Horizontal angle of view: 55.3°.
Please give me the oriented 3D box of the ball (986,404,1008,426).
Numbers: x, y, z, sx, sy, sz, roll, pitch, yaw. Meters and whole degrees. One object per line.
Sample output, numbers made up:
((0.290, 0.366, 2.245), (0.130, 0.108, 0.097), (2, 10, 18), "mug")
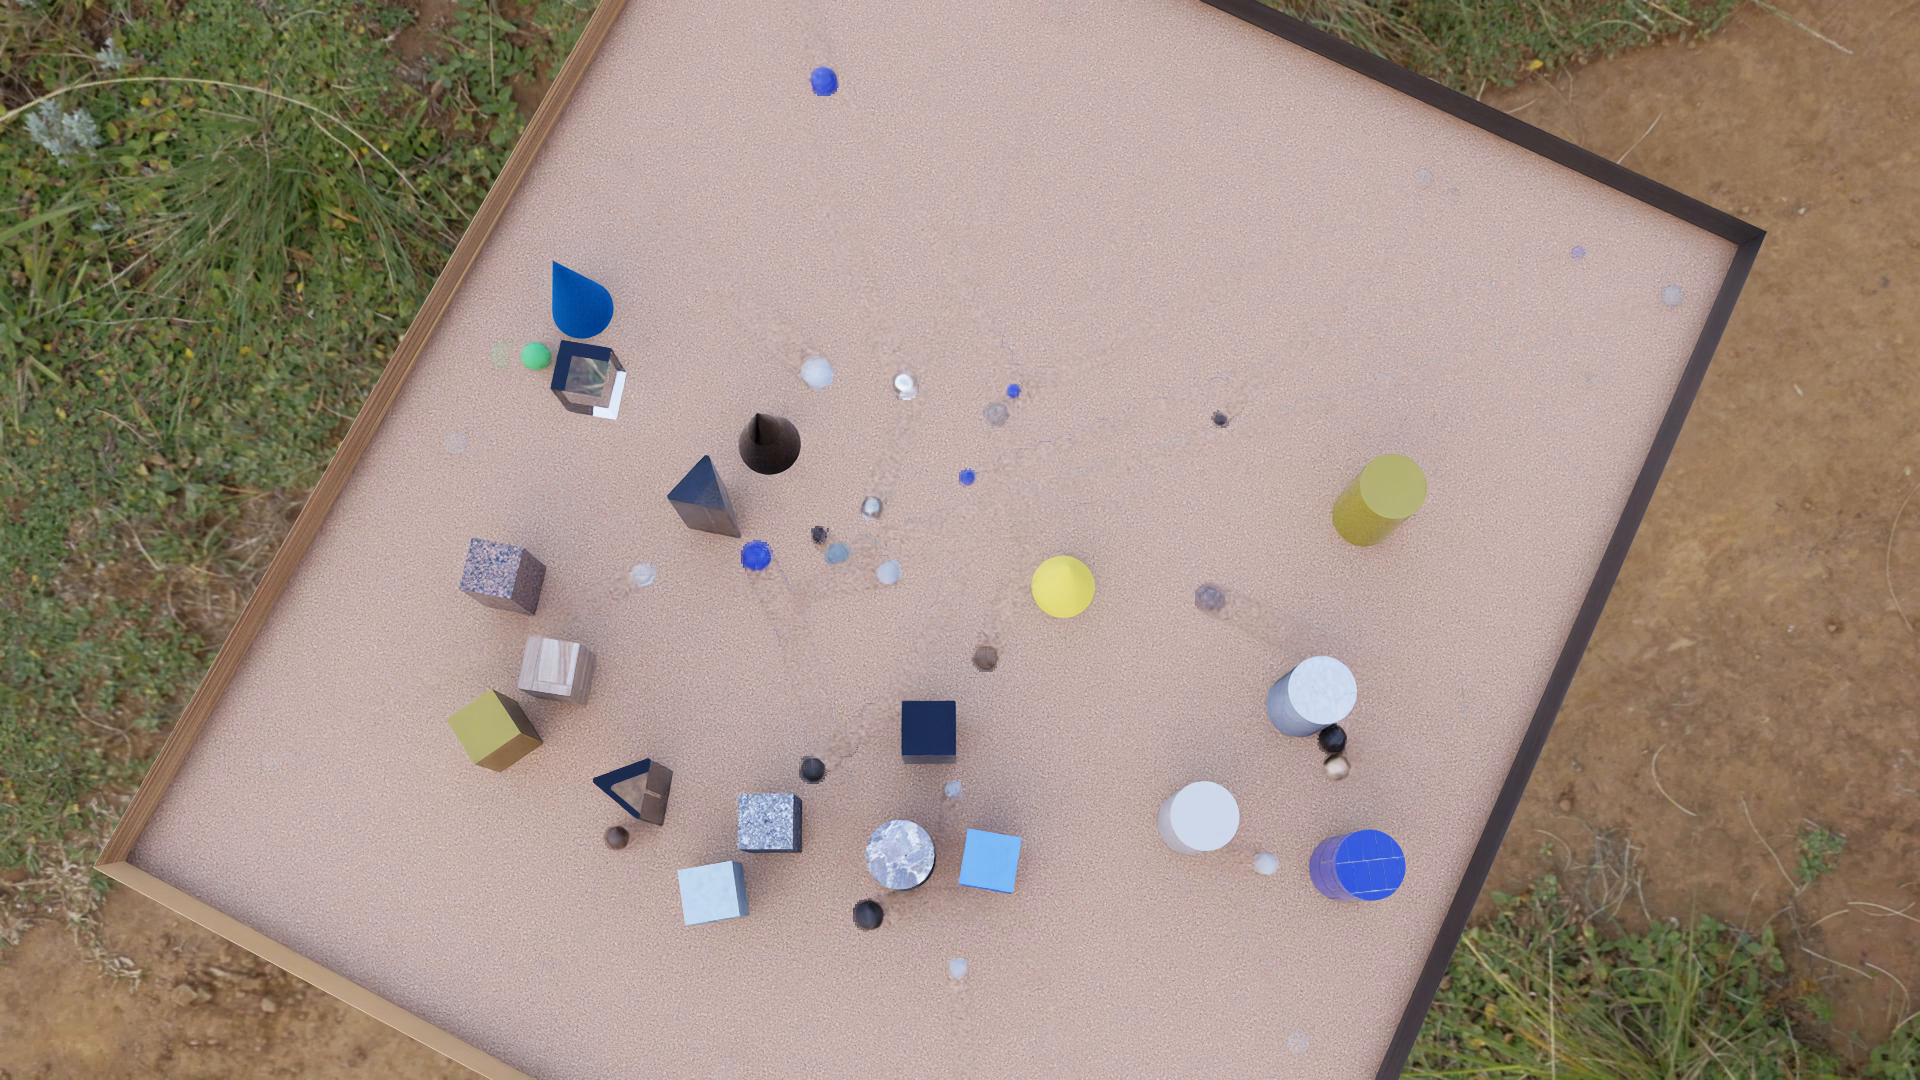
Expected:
((0.115, -0.386, 5.661), (0.070, 0.070, 0.070), (0, 78, 0), "ball")

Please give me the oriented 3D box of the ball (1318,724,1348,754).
((1.110, 0.592, 5.451), (0.084, 0.084, 0.084), (0, 78, 0), "ball")

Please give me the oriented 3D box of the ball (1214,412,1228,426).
((0.806, -0.372, 5.672), (0.042, 0.042, 0.042), (0, 78, 0), "ball")

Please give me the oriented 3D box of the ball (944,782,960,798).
((-0.021, 0.744, 5.438), (0.047, 0.047, 0.047), (0, 78, 0), "ball")

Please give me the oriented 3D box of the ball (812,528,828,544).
((-0.427, -0.012, 5.595), (0.048, 0.048, 0.048), (0, 78, 0), "ball")

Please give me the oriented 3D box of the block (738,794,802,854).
((-0.546, 0.821, 5.295), (0.154, 0.297, 0.154), (0, 78, 0), "block")

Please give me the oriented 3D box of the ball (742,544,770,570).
((-0.616, 0.051, 5.563), (0.084, 0.084, 0.084), (0, 78, 0), "ball")

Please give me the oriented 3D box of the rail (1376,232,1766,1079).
((1.595, 0.787, 5.389), (0.045, 0.125, 3.979), (26, 80, 5), "rail")

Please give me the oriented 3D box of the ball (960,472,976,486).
((0.024, -0.189, 5.633), (0.045, 0.045, 0.045), (0, 78, 0), "ball")

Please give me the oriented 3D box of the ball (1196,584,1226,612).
((0.758, 0.177, 5.536), (0.086, 0.086, 0.086), (0, 78, 0), "ball")

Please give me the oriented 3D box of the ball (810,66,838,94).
((-0.437, -1.474, 5.877), (0.088, 0.088, 0.088), (0, 78, 0), "ball")

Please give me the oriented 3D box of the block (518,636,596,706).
((-1.188, 0.388, 5.412), (0.154, 0.242, 0.154), (8, 78, 2), "block")

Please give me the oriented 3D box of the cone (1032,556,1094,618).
((0.315, 0.109, 5.428), (0.193, 0.326, 0.193), (0, 78, 0), "cone")

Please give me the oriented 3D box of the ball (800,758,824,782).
((-0.437, 0.681, 5.438), (0.073, 0.073, 0.073), (0, 78, 0), "ball")

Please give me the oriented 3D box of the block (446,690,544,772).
((-1.353, 0.559, 5.348), (0.154, 0.300, 0.154), (-35, 80, -7), "block")

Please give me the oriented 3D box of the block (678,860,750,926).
((-0.708, 1.019, 5.281), (0.154, 0.245, 0.154), (-10, 78, -2), "block")

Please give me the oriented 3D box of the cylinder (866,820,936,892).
((-0.168, 0.910, 5.274), (0.193, 0.301, 0.193), (0, 78, 0), "cylinder")

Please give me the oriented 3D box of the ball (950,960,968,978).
((-0.004, 1.248, 5.331), (0.054, 0.054, 0.054), (0, 78, 0), "ball")

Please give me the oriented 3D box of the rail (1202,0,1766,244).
((0.879, -1.715, 5.906), (3.613, 0.125, 0.045), (26, 80, 5), "rail")

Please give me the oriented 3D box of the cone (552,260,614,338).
((-1.187, -0.770, 5.552), (0.193, 0.438, 0.193), (0, 78, 0), "cone")

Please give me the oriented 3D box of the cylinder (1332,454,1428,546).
((1.241, -0.114, 5.439), (0.193, 0.394, 0.193), (0, 78, 0), "cylinder")

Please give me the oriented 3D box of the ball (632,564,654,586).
((-0.961, 0.105, 5.560), (0.069, 0.069, 0.069), (0, 78, 0), "ball")

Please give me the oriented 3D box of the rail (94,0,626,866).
((-1.595, -0.774, 5.712), (0.045, 0.125, 3.979), (26, 80, 5), "rail")

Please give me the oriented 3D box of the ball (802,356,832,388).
((-0.444, -0.521, 5.675), (0.096, 0.096, 0.096), (0, 78, 0), "ball")

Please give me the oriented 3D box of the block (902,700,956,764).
((-0.089, 0.564, 5.349), (0.154, 0.296, 0.154), (0, 78, 0), "block")

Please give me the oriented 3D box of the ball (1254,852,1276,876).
((0.897, 0.952, 5.386), (0.065, 0.065, 0.065), (0, 78, 0), "ball")

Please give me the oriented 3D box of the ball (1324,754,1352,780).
((1.121, 0.673, 5.438), (0.078, 0.078, 0.078), (0, 78, 0), "ball")

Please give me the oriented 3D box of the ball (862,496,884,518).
((-0.268, -0.100, 5.601), (0.070, 0.070, 0.070), (0, 78, 0), "ball")

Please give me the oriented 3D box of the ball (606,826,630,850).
((-1.009, 0.877, 5.400), (0.068, 0.068, 0.068), (0, 78, 0), "ball")

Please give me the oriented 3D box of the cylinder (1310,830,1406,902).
((1.128, 0.932, 5.224), (0.193, 0.391, 0.193), (0, 78, 0), "cylinder")

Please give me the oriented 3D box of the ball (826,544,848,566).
((-0.372, 0.044, 5.574), (0.066, 0.066, 0.066), (0, 78, 0), "ball")

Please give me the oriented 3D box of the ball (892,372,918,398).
((-0.172, -0.481, 5.674), (0.082, 0.082, 0.082), (0, 78, 0), "ball")

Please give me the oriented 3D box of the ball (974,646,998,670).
((0.078, 0.353, 5.505), (0.075, 0.075, 0.075), (0, 78, 0), "ball")

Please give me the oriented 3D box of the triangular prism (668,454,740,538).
((-0.740, -0.134, 5.440), (0.167, 0.401, 0.145), (11, 79, 2), "triangular prism")

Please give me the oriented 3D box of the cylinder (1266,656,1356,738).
((1.018, 0.459, 5.328), (0.193, 0.378, 0.193), (0, 78, 0), "cylinder")

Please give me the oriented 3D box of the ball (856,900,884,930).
((-0.264, 1.095, 5.347), (0.085, 0.085, 0.085), (0, 78, 0), "ball")

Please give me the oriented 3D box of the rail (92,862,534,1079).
((-0.879, 1.728, 5.194), (3.613, 0.125, 0.045), (26, 80, 5), "rail")

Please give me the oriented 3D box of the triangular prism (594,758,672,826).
((-0.905, 0.701, 5.263), (0.167, 0.409, 0.145), (39, 81, 7), "triangular prism")

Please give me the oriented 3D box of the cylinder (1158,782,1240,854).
((0.683, 0.804, 5.278), (0.193, 0.336, 0.193), (0, 78, 0), "cylinder")

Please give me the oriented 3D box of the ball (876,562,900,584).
((-0.217, 0.101, 5.559), (0.071, 0.071, 0.071), (0, 78, 0), "ball")

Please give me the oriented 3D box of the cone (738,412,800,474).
((-0.589, -0.333, 5.498), (0.193, 0.367, 0.193), (0, 78, 0), "cone")

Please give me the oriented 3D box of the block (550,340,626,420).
((-1.131, -0.487, 5.589), (0.154, 0.251, 0.154), (10, 78, 2), "block")

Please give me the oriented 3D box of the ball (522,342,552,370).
((-1.314, -0.569, 5.690), (0.087, 0.087, 0.087), (0, 78, 0), "ball")

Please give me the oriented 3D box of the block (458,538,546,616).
((-1.353, 0.112, 5.437), (0.154, 0.305, 0.154), (11, 79, 2), "block")

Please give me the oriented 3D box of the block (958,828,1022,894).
((0.085, 0.928, 5.284), (0.154, 0.275, 0.154), (9, 78, 2), "block")

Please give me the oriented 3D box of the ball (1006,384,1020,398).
((0.166, -0.465, 5.690), (0.044, 0.044, 0.044), (0, 78, 0), "ball")
